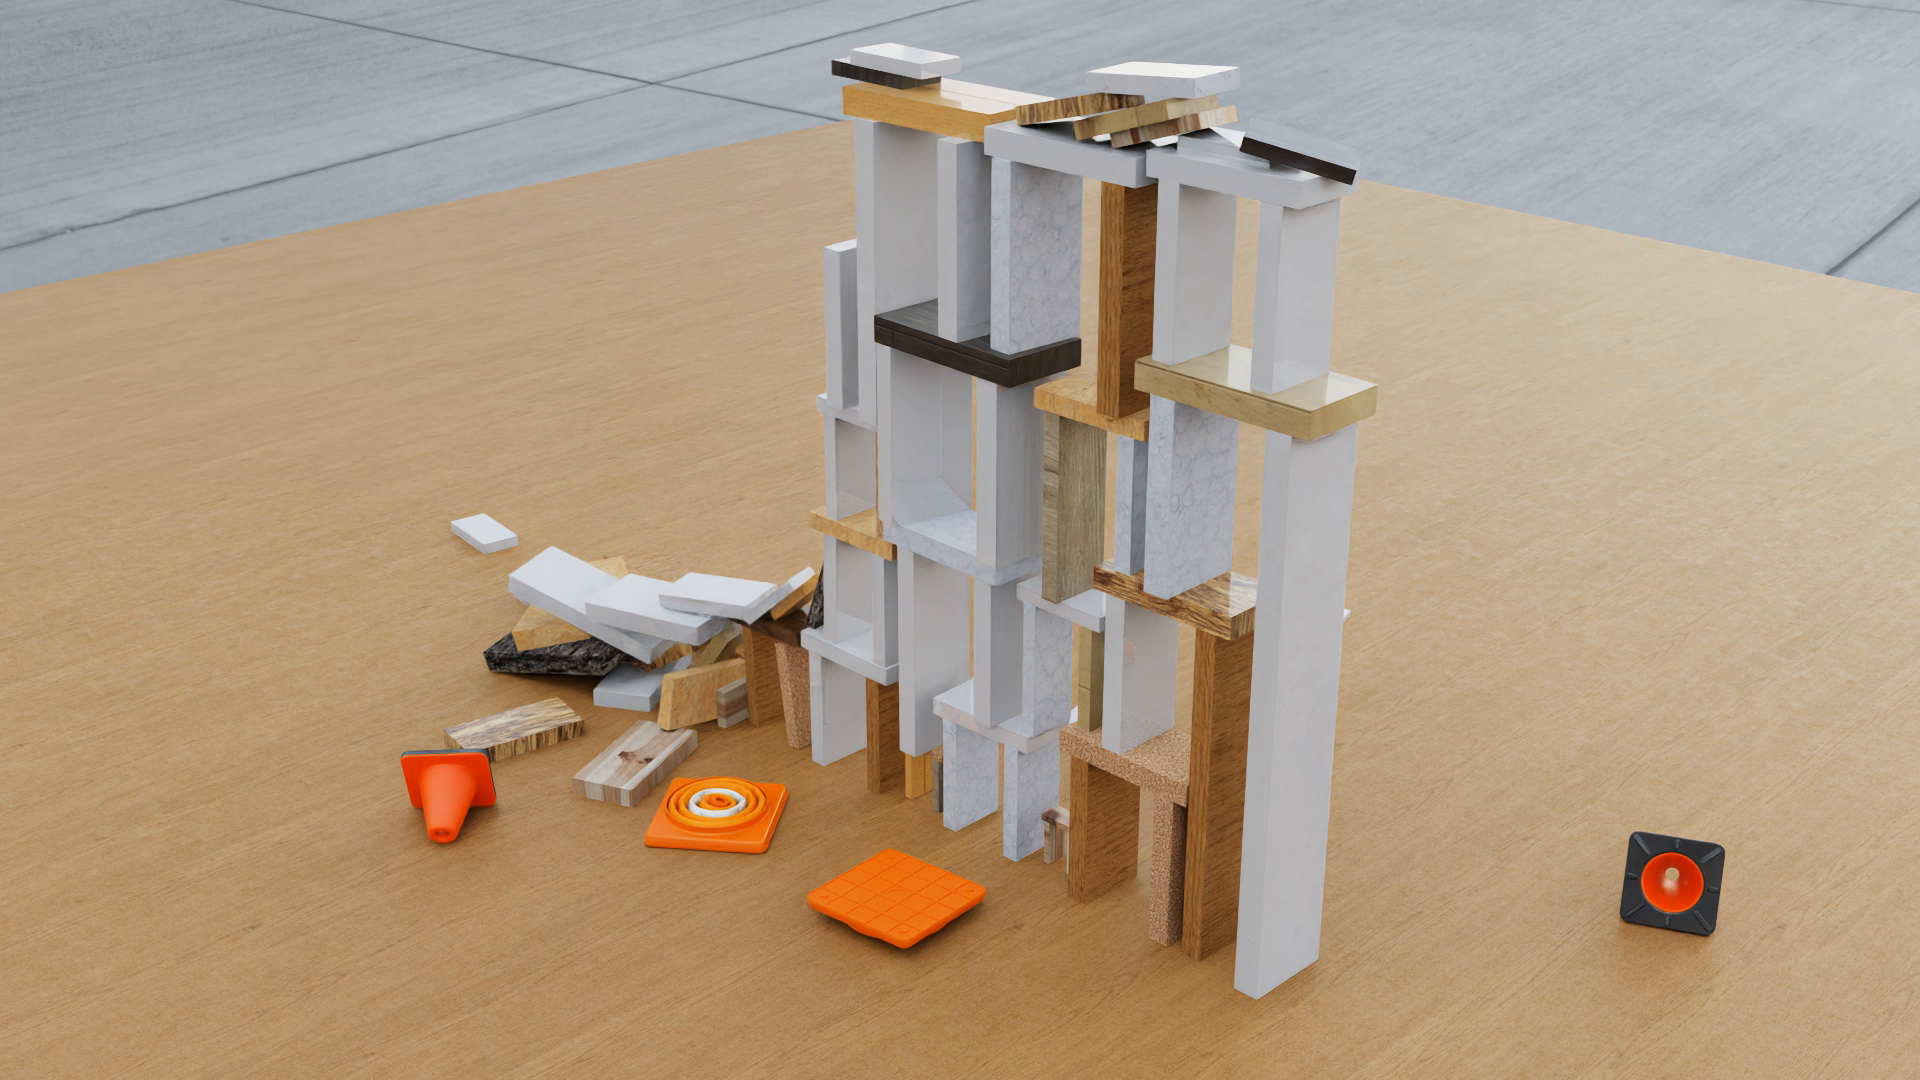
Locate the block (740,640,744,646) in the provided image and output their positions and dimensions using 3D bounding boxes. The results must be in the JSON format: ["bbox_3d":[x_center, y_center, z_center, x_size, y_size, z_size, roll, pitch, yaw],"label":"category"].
[{"bbox_3d":[-0.505,0.197,5.164,0.087,0.025,0.442,-12,26,-27],"label":"block"}]

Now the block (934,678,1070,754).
[{"bbox_3d":[0.079,0.341,4.284,0.246,0.035,0.123,20,30,39],"label":"block"}]

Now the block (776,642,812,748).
[{"bbox_3d":[-0.327,0.316,4.714,0.117,0.234,0.033,-21,22,-40],"label":"block"}]

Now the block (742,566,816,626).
[{"bbox_3d":[-0.380,0.118,4.628,0.165,0.023,0.082,-37,-1,38],"label":"block"}]

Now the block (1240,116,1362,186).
[{"bbox_3d":[0.526,-0.601,3.388,0.179,0.025,0.090,18,34,5],"label":"block"}]

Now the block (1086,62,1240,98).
[{"bbox_3d":[0.326,-0.741,3.540,0.226,0.032,0.113,15,28,43],"label":"block"}]

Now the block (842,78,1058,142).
[{"bbox_3d":[-0.021,-0.776,3.938,0.357,0.051,0.179,20,30,38],"label":"block"}]

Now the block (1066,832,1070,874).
[{"bbox_3d":[0.227,0.597,4.238,0.013,0.091,0.045,21,31,41],"label":"block"}]

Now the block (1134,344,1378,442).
[{"bbox_3d":[0.480,-0.250,3.591,0.358,0.051,0.179,21,31,40],"label":"block"}]

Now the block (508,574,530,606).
[{"bbox_3d":[-0.943,0.144,5.357,0.175,0.050,0.351,-16,28,-32],"label":"block"}]

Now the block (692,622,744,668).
[{"bbox_3d":[-0.549,0.267,4.862,0.033,0.233,0.117,43,33,6],"label":"block"}]

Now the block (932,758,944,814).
[{"bbox_3d":[-0.027,0.487,4.456,0.061,0.121,0.017,-20,30,-39],"label":"block"}]

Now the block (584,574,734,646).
[{"bbox_3d":[-0.651,0.151,4.825,0.315,0.045,0.158,11,29,31],"label":"block"}]

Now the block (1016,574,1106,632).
[{"bbox_3d":[0.215,0.110,4.047,0.104,0.029,0.208,-21,31,-40],"label":"block"}]

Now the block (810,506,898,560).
[{"bbox_3d":[-0.176,-0.025,4.399,0.241,0.034,0.121,22,31,40],"label":"block"}]

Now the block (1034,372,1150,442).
[{"bbox_3d":[0.265,-0.235,3.840,0.254,0.036,0.127,21,31,40],"label":"block"}]

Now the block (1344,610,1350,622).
[{"bbox_3d":[0.882,0.176,5.325,0.113,0.016,0.057,12,26,27],"label":"block"}]

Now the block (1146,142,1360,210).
[{"bbox_3d":[0.460,-0.584,3.478,0.304,0.043,0.152,21,31,40],"label":"block"}]

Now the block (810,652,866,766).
[{"bbox_3d":[-0.254,0.335,4.639,0.037,0.259,0.130,21,31,41],"label":"block"}]

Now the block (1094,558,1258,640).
[{"bbox_3d":[0.398,0.086,3.834,0.306,0.043,0.153,21,31,40],"label":"block"}]

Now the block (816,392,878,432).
[{"bbox_3d":[-0.166,-0.254,4.294,0.220,0.031,0.110,22,31,40],"label":"block"}]

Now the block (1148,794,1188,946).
[{"bbox_3d":[0.416,0.576,4.016,0.043,0.302,0.151,21,31,41],"label":"block"}]

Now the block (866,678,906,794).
[{"bbox_3d":[-0.132,0.383,4.527,0.037,0.259,0.130,21,31,41],"label":"block"}]

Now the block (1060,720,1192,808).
[{"bbox_3d":[0.344,0.389,4.014,0.302,0.043,0.151,21,31,41],"label":"block"}]

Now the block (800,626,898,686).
[{"bbox_3d":[-0.193,0.223,4.525,0.130,0.037,0.259,-21,31,-40],"label":"block"}]

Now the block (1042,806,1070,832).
[{"bbox_3d":[0.205,0.541,4.237,0.091,0.013,0.045,21,31,41],"label":"block"}]

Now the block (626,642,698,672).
[{"bbox_3d":[-0.722,0.232,5.047,0.133,0.038,0.265,-24,23,-29],"label":"block"}]

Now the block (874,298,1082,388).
[{"bbox_3d":[0.029,-0.364,4.012,0.180,0.051,0.360,-20,30,-39],"label":"block"}]

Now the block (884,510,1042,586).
[{"bbox_3d":[0.015,0.001,4.193,0.154,0.044,0.309,-21,31,-40],"label":"block"}]

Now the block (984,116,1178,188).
[{"bbox_3d":[0.223,-0.660,3.706,0.171,0.048,0.342,-21,31,-40],"label":"block"}]

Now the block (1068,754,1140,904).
[{"bbox_3d":[0.273,0.520,4.147,0.043,0.302,0.151,21,31,41],"label":"block"}]

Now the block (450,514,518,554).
[{"bbox_3d":[-1.247,-0.017,5.766,0.097,0.027,0.193,-17,28,-34],"label":"block"}]

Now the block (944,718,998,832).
[{"bbox_3d":[0.022,0.447,4.392,0.035,0.246,0.123,21,31,40],"label":"block"}]

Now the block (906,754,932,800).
[{"bbox_3d":[-0.084,0.465,4.509,0.017,0.121,0.061,21,31,41],"label":"block"}]

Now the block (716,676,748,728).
[{"bbox_3d":[-0.464,0.343,4.842,0.025,0.087,0.175,17,28,36],"label":"block"}]

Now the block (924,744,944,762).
[{"bbox_3d":[-0.058,0.413,4.455,0.121,0.017,0.061,21,31,40],"label":"block"}]

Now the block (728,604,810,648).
[{"bbox_3d":[-0.382,0.167,4.717,0.117,0.033,0.234,-21,28,-40],"label":"block"}]

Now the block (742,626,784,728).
[{"bbox_3d":[-0.411,0.280,4.800,0.117,0.234,0.033,-20,27,-38],"label":"block"}]

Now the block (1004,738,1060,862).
[{"bbox_3d":[0.140,0.492,4.287,0.035,0.246,0.123,20,30,40],"label":"block"}]

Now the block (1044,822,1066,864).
[{"bbox_3d":[0.184,0.580,4.277,0.013,0.091,0.045,21,31,41],"label":"block"}]
